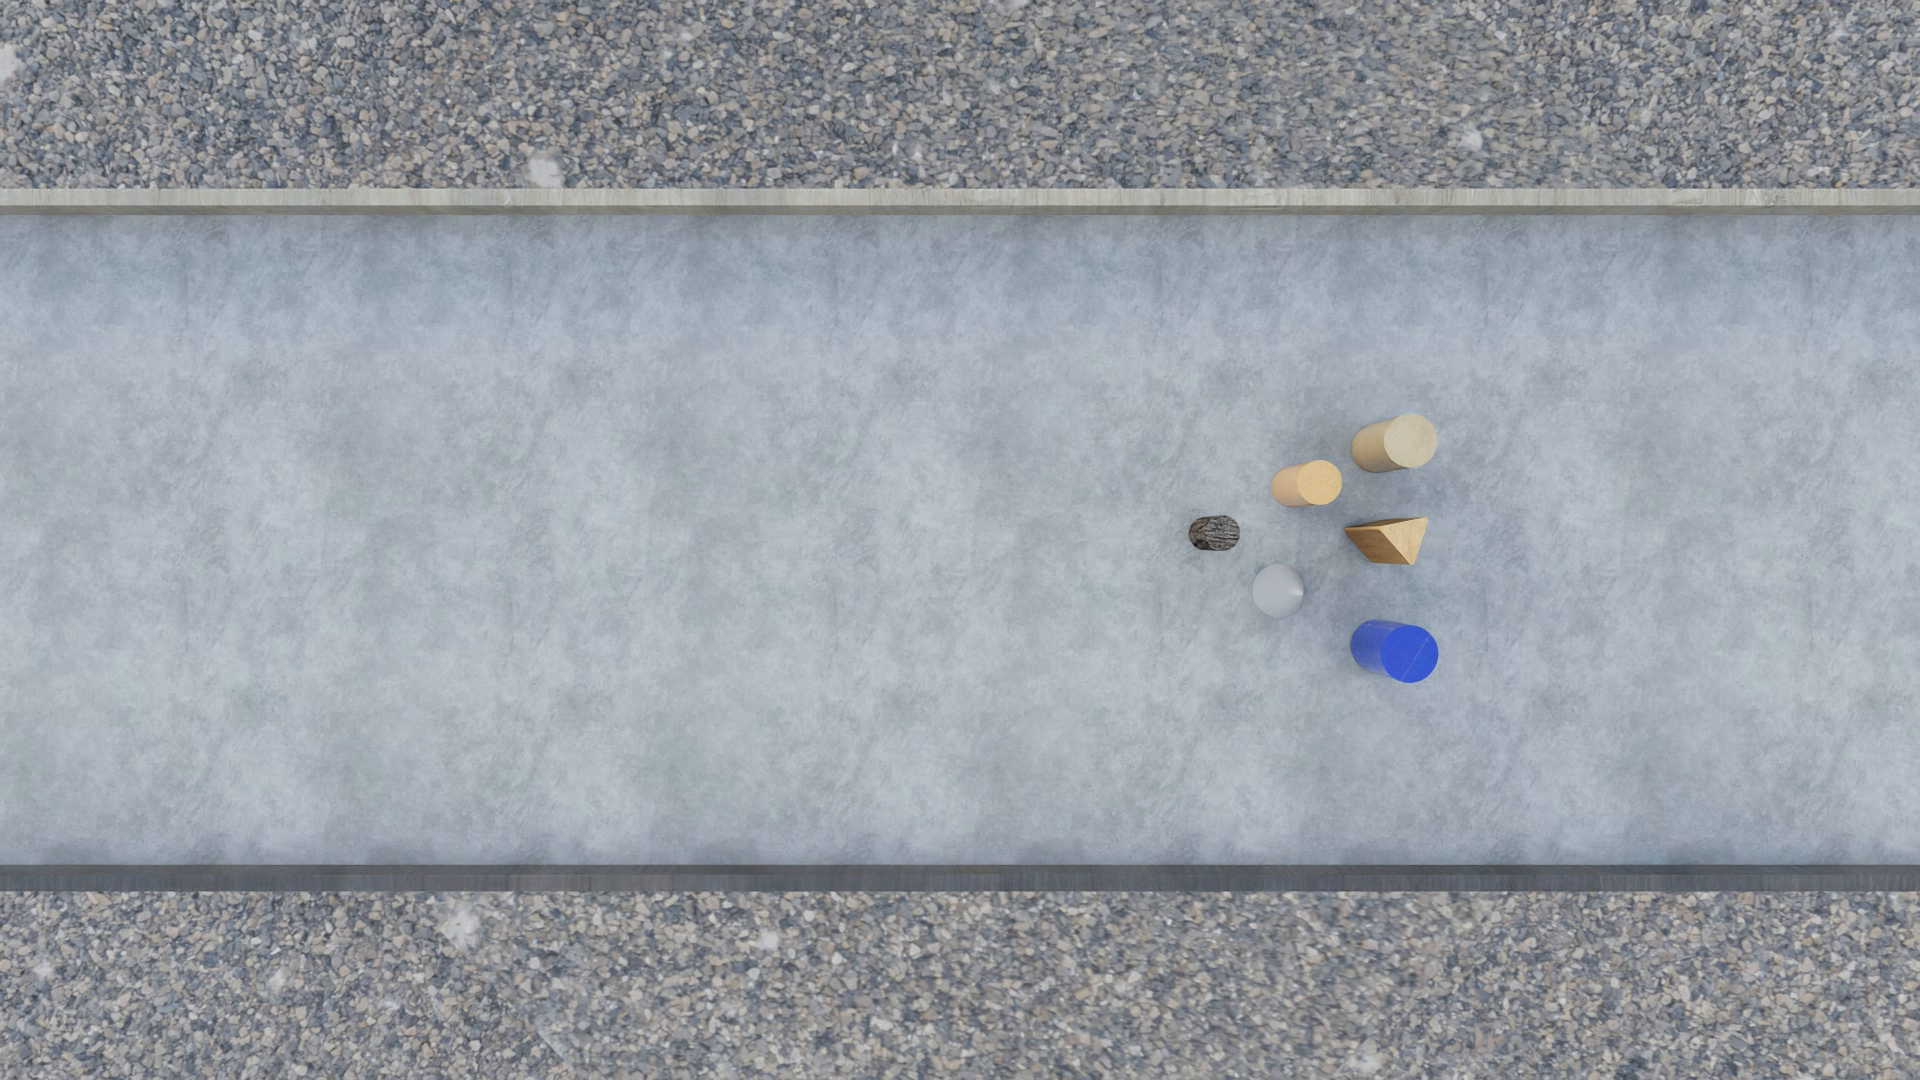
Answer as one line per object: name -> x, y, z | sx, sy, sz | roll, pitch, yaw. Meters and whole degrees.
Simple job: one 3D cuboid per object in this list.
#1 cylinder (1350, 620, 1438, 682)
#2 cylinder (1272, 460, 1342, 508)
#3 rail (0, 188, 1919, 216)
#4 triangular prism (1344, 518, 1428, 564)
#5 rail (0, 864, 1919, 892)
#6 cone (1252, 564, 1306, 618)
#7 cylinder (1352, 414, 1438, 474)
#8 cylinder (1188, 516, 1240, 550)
cylinder -> 1.284, 0.326, 4.894 | 0.165, 0.365, 0.165 | 0, 90, 0
cylinder -> 1.022, -0.163, 4.882 | 0.128, 0.389, 0.128 | 0, 90, 0
rail -> -2.247, -1.025, 5.002 | 12.000, 0.150, 0.050 | 0, 90, 0
triangular prism -> 1.272, -0.022, 4.857 | 0.120, 0.438, 0.139 | -42, 90, 0
rail -> -2.247, 1.025, 5.001 | 12.000, 0.150, 0.050 | 0, 90, 0
cone -> 0.983, 0.156, 4.897 | 0.165, 0.359, 0.165 | 0, 90, 0
cylinder -> 1.280, -0.282, 4.879 | 0.153, 0.394, 0.153 | 0, 90, 0
cylinder -> 0.755, -0.020, 4.911 | 0.103, 0.331, 0.103 | 0, 90, 0
